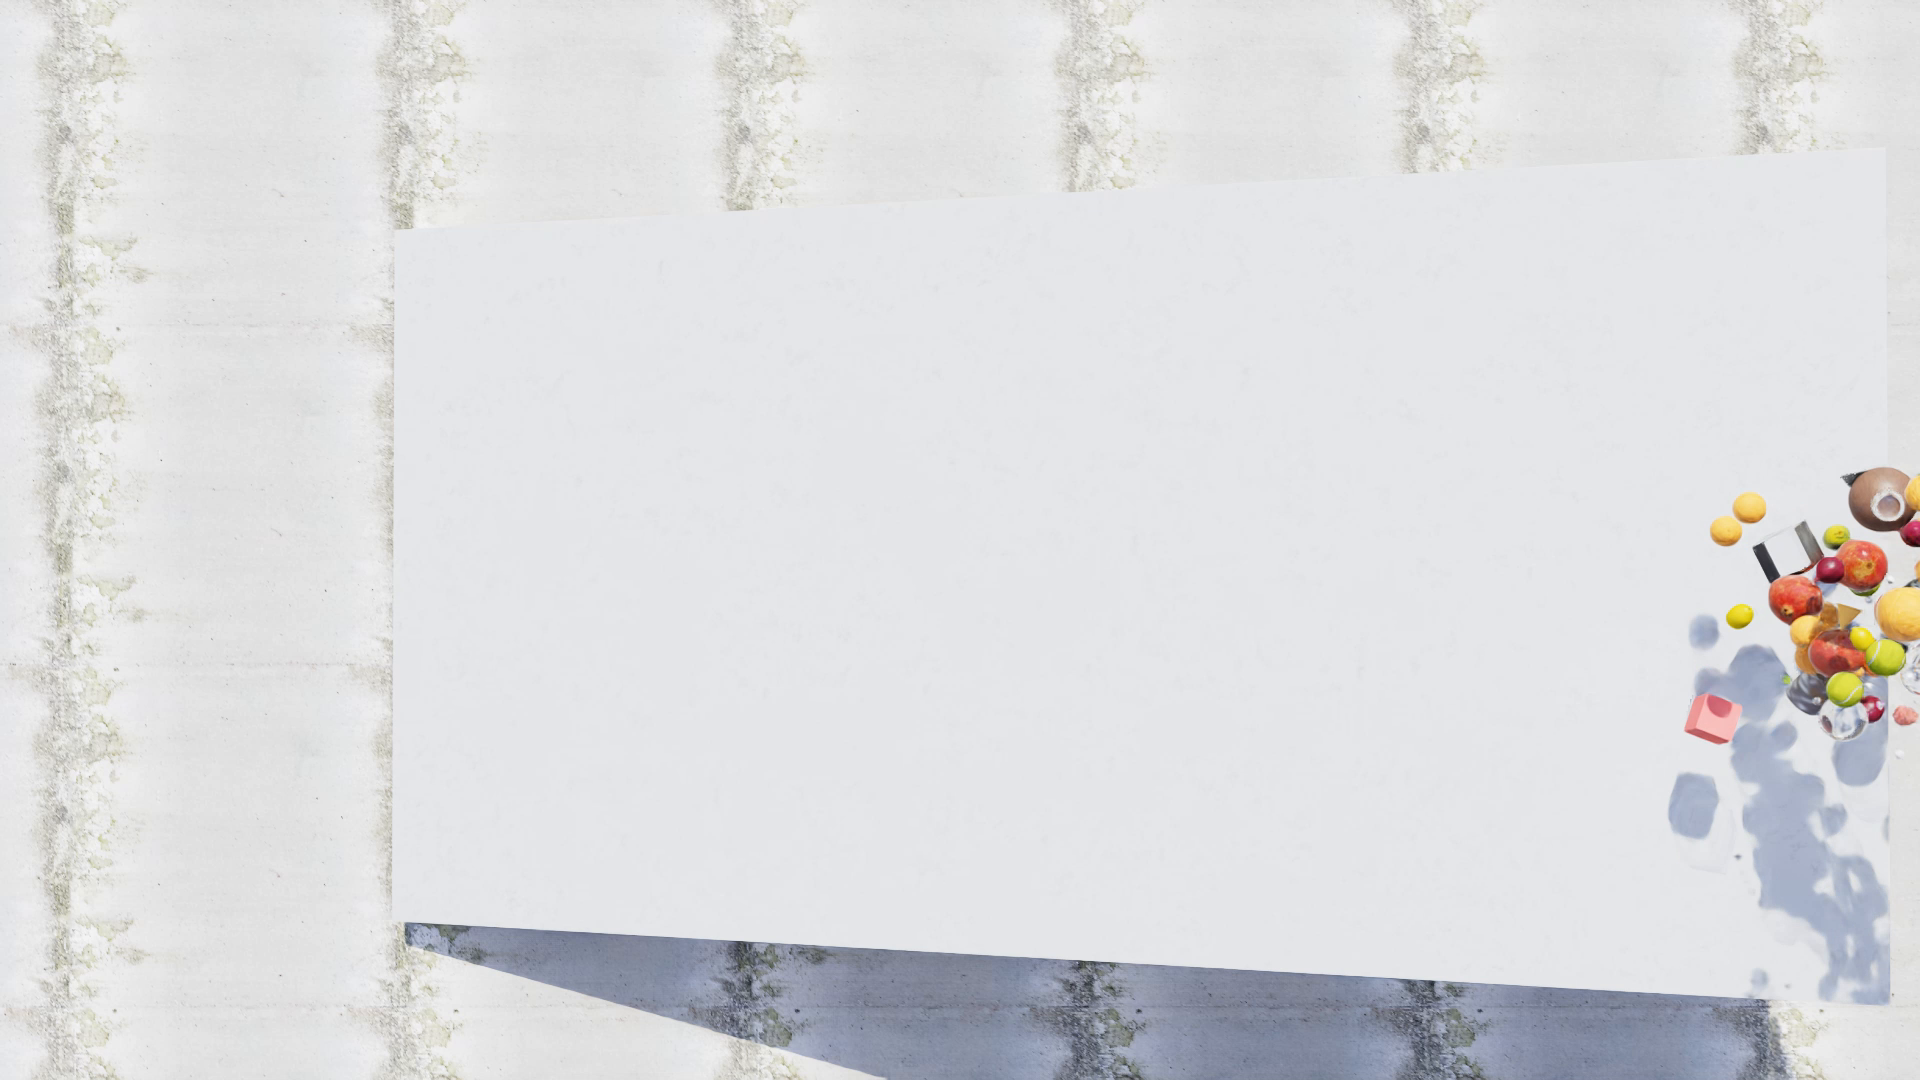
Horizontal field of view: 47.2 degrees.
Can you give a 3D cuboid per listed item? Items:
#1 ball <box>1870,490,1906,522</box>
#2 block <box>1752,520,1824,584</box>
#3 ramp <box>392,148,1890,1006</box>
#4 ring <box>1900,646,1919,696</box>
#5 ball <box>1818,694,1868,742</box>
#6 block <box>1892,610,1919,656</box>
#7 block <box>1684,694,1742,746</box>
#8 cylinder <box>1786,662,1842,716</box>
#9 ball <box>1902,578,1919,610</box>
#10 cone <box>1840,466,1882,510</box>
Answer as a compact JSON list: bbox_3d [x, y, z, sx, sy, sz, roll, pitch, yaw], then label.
[{"bbox_3d":[1.776,-0.066,4.209,0.060,0.060,0.060,0,89,0],"label":"ball"},{"bbox_3d":[1.834,0.028,4.870,0.095,0.095,0.095,-25,87,-44],"label":"block"},{"bbox_3d":[0.276,0.092,5.790,4.000,0.100,2.000,0,89,18],"label":"ramp"},{"bbox_3d":[2.005,0.270,4.558,0.037,0.111,0.111,20,89,-41],"label":"ring"},{"bbox_3d":[1.903,0.384,4.738,0.099,0.099,0.099,0,89,0],"label":"ball"},{"bbox_3d":[2.154,0.207,4.923,0.096,0.096,0.096,-6,93,7],"label":"block"},{"bbox_3d":[1.713,0.408,5.002,0.085,0.085,0.085,21,80,4],"label":"block"},{"bbox_3d":[1.896,0.331,4.881,0.084,0.084,0.084,30,124,0],"label":"cylinder"},{"bbox_3d":[2.155,0.122,4.942,0.070,0.070,0.070,0,89,0],"label":"ball"},{"bbox_3d":[1.826,-0.098,4.429,0.083,0.083,0.083,-14,88,0],"label":"cone"}]
